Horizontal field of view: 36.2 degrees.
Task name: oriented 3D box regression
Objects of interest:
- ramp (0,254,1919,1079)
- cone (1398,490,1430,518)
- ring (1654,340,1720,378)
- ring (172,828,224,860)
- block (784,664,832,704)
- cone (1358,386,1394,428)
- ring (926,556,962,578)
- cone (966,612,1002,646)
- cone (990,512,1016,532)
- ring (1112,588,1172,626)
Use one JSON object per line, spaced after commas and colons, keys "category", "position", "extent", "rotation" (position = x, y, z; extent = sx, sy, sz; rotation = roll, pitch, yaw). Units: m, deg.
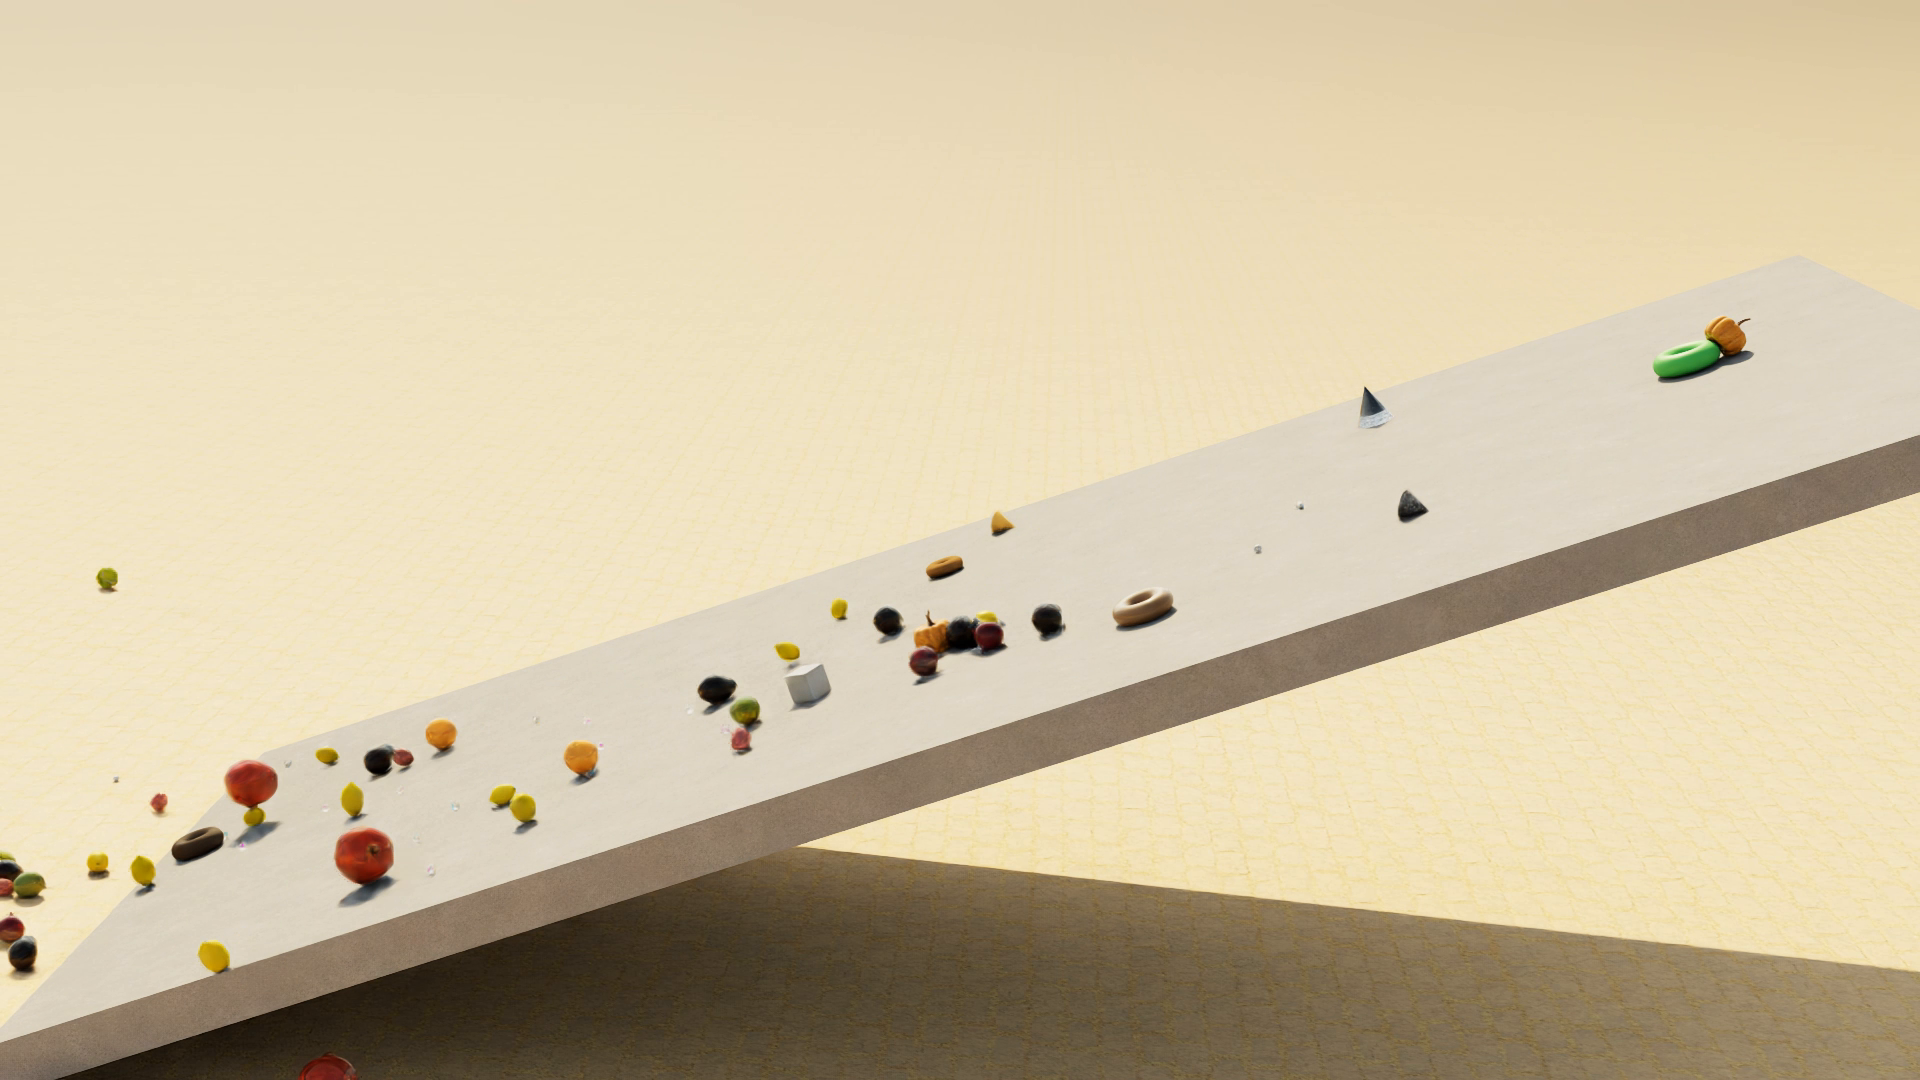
{"category": "ramp", "position": [0.106, 0.181, 6.306], "extent": [4.000, 0.100, 2.000], "rotation": [-18, 11, 6]}
{"category": "cone", "position": [0.903, -0.065, 5.820], "extent": [0.057, 0.057, 0.057], "rotation": [17, 18, 25]}
{"category": "ring", "position": [1.546, -0.385, 6.257], "extent": [0.144, 0.048, 0.144], "rotation": [-19, 10, 3]}
{"category": "ring", "position": [-1.702, 0.677, 6.566], "extent": [0.120, 0.040, 0.120], "rotation": [-18, 12, 4]}
{"category": "block", "position": [-0.312, 0.294, 6.032], "extent": [0.059, 0.059, 0.059], "rotation": [-10, 14, 40]}
{"category": "cone", "position": [0.951, -0.316, 6.821], "extent": [0.089, 0.089, 0.089], "rotation": [-18, 11, 4]}
{"category": "ring", "position": [-0.036, 0.062, 6.796], "extent": [0.089, 0.030, 0.089], "rotation": [-19, 9, 3]}
{"category": "cone", "position": [0.058, 0.194, 5.965], "extent": [0.072, 0.072, 0.072], "rotation": [22, 7, -13]}
{"category": "cone", "position": [0.109, -0.037, 7.056], "extent": [0.054, 0.054, 0.054], "rotation": [15, 17, 21]}
{"category": "ring", "position": [0.357, 0.130, 5.742], "extent": [0.125, 0.042, 0.125], "rotation": [-21, 13, 5]}
